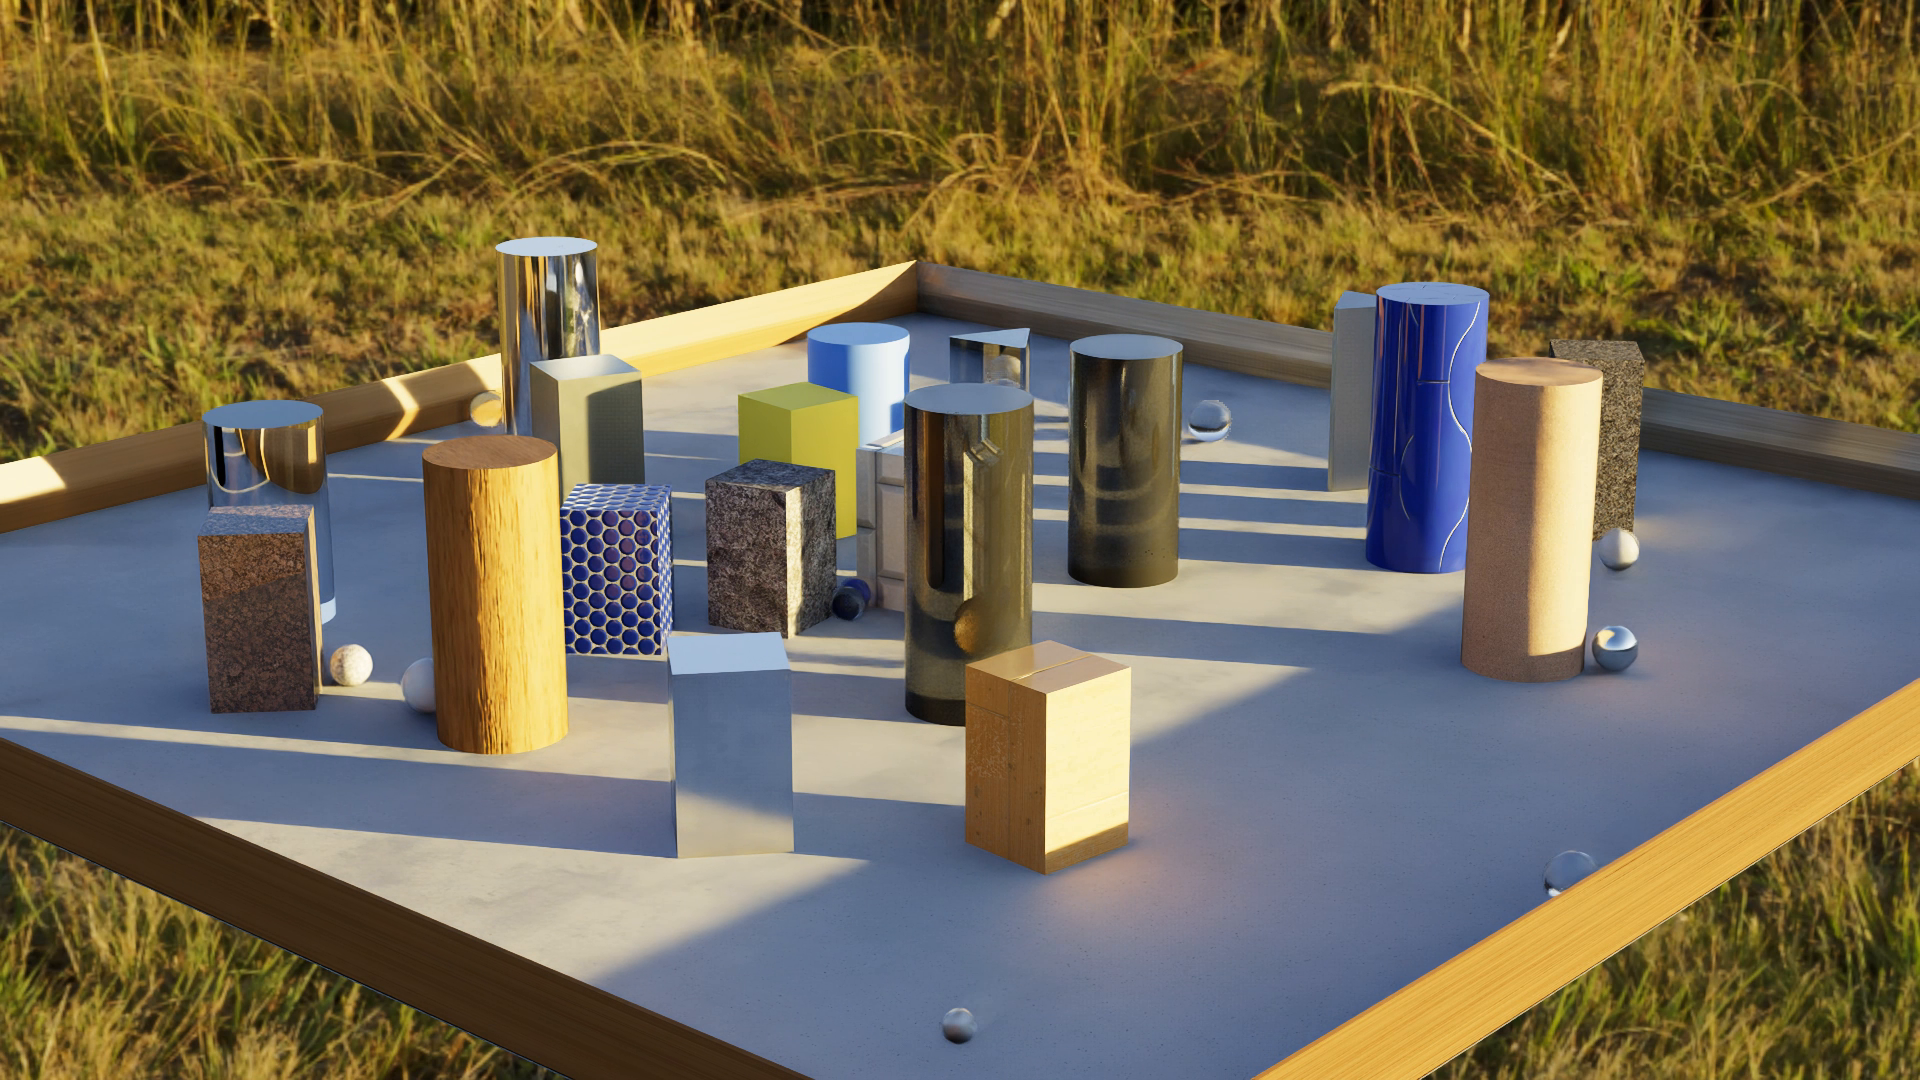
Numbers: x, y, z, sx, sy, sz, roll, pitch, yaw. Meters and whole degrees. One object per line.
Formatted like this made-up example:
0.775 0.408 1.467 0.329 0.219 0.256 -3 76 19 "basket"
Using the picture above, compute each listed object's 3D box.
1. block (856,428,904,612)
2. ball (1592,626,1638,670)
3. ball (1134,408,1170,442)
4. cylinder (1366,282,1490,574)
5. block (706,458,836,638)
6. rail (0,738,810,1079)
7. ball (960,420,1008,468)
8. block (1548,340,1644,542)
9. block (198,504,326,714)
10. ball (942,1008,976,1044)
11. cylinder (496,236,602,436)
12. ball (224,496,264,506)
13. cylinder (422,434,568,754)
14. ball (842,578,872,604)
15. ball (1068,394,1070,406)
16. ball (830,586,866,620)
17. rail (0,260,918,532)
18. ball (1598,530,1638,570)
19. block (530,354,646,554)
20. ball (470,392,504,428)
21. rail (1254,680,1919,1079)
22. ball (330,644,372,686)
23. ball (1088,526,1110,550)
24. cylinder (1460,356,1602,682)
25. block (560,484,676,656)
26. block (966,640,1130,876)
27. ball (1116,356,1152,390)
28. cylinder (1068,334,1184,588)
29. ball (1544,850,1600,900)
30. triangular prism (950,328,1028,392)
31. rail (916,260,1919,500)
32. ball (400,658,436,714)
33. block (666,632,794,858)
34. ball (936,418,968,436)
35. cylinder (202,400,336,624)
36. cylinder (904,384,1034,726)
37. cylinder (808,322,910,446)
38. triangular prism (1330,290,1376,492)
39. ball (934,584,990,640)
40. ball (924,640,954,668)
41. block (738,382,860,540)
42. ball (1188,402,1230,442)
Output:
-0.070 -0.031 5.077 0.159 0.278 0.159 10 19 29 "block"
1.061 0.175 4.746 0.074 0.074 0.074 0 17 0 "ball"
0.403 -0.241 6.125 0.074 0.074 0.074 0 17 0 "ball"
0.839 -0.203 5.275 0.199 0.492 0.199 0 17 0 "cylinder"
-0.319 0.013 4.970 0.159 0.255 0.159 9 19 27 "block"
-1.085 0.393 3.924 3.204 0.129 0.045 14 22 39 "rail"
0.048 -0.194 5.927 0.099 0.099 0.099 0 17 0 "ball"
1.178 -0.187 5.475 0.159 0.346 0.159 2 17 7 "block"
-1.093 0.107 4.600 0.159 0.289 0.159 -2 17 -6 "block"
-0.001 0.575 3.472 0.042 0.042 0.042 0 17 0 "ball"
-0.813 -0.356 5.834 0.199 0.463 0.199 0 17 0 "cylinder"
-1.322 -0.036 5.413 0.092 0.092 0.092 0 17 0 "ball"
-0.699 0.081 4.420 0.199 0.443 0.199 0 17 0 "cylinder"
-0.180 0.093 5.053 0.053 0.053 0.053 0 17 0 "ball"
0.279 -0.300 6.285 0.096 0.096 0.096 0 17 0 "ball"
-0.191 0.109 4.992 0.058 0.058 0.058 0 17 0 "ball"
-1.192 -0.266 6.111 0.045 0.129 3.356 14 22 39 "rail"
1.182 0.019 5.268 0.071 0.071 0.071 0 17 0 "ball"
-0.685 -0.158 5.404 0.159 0.331 0.159 -8 19 -26 "block"
-1.007 -0.278 6.247 0.075 0.075 0.075 0 17 0 "ball"
1.192 0.331 4.129 0.045 0.129 3.356 14 22 39 "rail"
-0.972 0.199 4.677 0.067 0.067 0.067 0 17 0 "ball"
0.256 -0.005 5.396 0.043 0.043 0.043 0 17 0 "ball"
0.918 -0.034 4.720 0.199 0.489 0.199 0 17 0 "cylinder"
-0.567 0.048 4.869 0.159 0.247 0.159 1 17 3 "block"
0.120 0.296 4.023 0.159 0.259 0.159 -15 22 -40 "block"
0.390 -0.373 6.554 0.079 0.079 0.079 0 17 0 "ball"
0.292 -0.141 5.206 0.199 0.414 0.199 0 17 0 "cylinder"
0.804 0.444 3.852 0.074 0.074 0.074 0 17 0 "ball"
0.092 -0.253 5.765 0.172 0.306 0.149 11 20 33 "triangular prism"
1.085 -0.328 6.316 3.204 0.129 0.045 14 22 39 "rail"
-0.824 0.226 4.554 0.087 0.087 0.087 0 17 0 "ball"
-0.319 0.282 4.056 0.159 0.267 0.159 -2 17 -8 "block"
-0.009 -0.210 6.012 0.081 0.081 0.081 0 17 0 "ball"
-1.170 -0.041 4.974 0.199 0.356 0.199 0 17 0 "cylinder"
0.013 0.022 4.525 0.199 0.494 0.199 0 17 0 "cylinder"
-0.198 -0.251 5.745 0.199 0.314 0.199 0 17 0 "cylinder"
0.788 -0.299 5.809 0.172 0.367 0.149 -5 17 -16 "triangular prism"
0.004 0.120 4.892 0.095 0.095 0.095 0 17 0 "ball"
-0.033 0.185 4.756 0.049 0.049 0.049 0 17 0 "ball"
-0.300 -0.141 5.464 0.159 0.264 0.159 -14 22 -39 "block"
0.521 -0.246 6.124 0.085 0.085 0.085 0 17 0 "ball"
